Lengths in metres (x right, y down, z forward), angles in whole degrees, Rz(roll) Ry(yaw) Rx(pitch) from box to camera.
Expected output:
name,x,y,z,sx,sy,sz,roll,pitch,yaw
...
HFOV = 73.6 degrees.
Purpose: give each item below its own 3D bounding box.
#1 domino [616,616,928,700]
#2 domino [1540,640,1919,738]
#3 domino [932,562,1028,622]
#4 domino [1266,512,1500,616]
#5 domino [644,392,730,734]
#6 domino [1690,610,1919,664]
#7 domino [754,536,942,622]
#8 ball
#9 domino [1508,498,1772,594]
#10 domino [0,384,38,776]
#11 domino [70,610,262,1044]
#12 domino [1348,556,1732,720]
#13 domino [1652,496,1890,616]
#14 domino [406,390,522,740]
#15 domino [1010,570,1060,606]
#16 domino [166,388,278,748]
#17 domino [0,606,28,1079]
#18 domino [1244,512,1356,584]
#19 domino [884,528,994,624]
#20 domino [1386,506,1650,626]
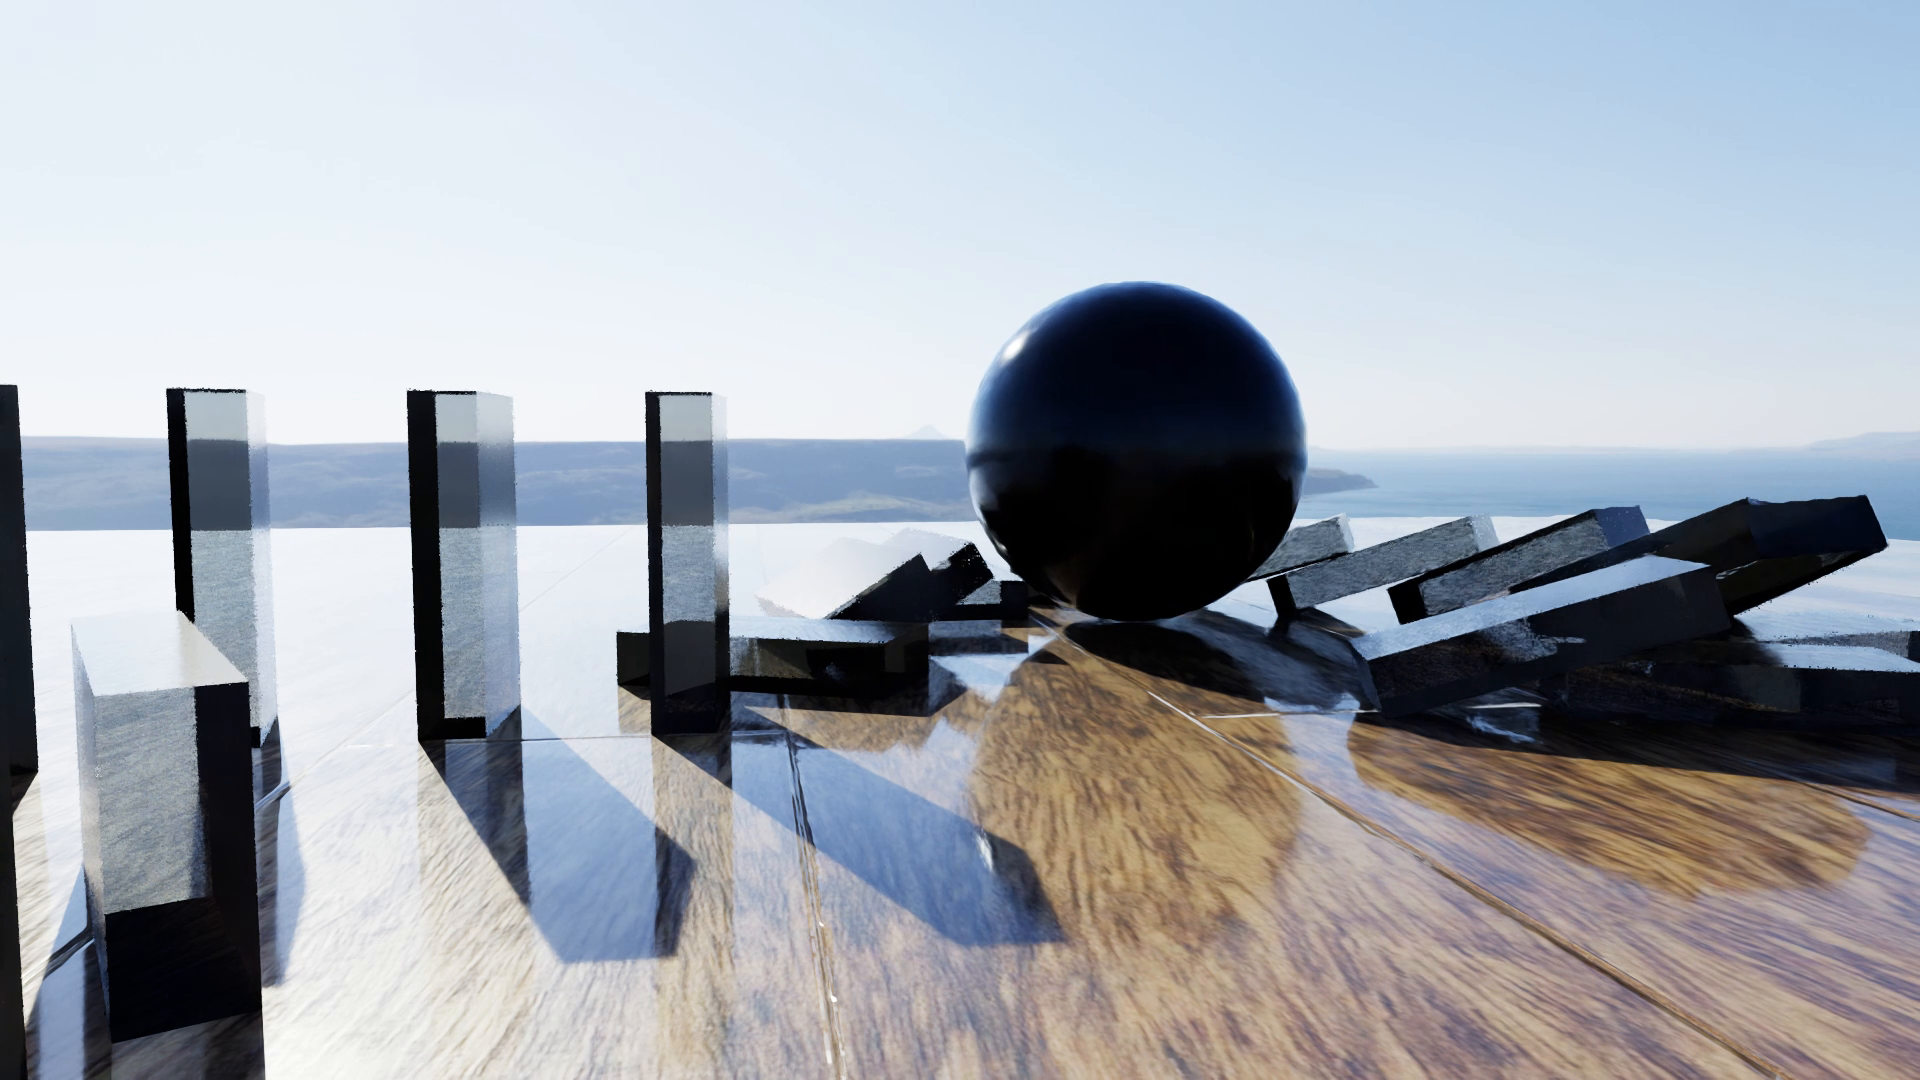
name,x,y,z,sx,sy,sz,roll,pitch,yaw
domino,-0.033,0.020,0.232,0.050,0.010,0.025,1,4,16
domino,0.121,0.023,0.204,0.050,0.009,0.025,1,4,15
domino,0.000,0.013,0.334,0.025,0.009,0.050,-1,4,-10
domino,0.104,0.006,0.315,0.050,0.009,0.025,-21,-7,31
domino,-0.042,0.003,0.199,0.009,0.050,0.025,0,4,-5
domino,0.154,0.020,0.236,0.050,0.009,0.025,-2,5,-19
domino,-0.025,0.011,0.276,0.025,0.010,0.050,-34,16,-17
ball,0.041,-0.021,0.303,0.080,0.080,0.080,0,4,0
domino,0.143,0.006,0.264,0.025,0.010,0.050,6,-25,-37
domino,-0.133,0.005,0.167,0.025,0.050,0.010,3,5,30
domino,-0.071,0.022,0.113,0.010,0.025,0.050,-3,5,-36
domino,0.089,0.015,0.202,0.050,0.009,0.025,-17,-1,11
domino,0.138,0.007,0.235,0.025,0.009,0.050,-5,-21,-12
domino,-0.075,0.003,0.195,0.010,0.050,0.025,-1,4,-8
domino,0.037,0.011,0.360,0.025,0.009,0.050,2,5,30
domino,-0.107,0.003,0.188,0.010,0.050,0.025,-2,5,-23
domino,-0.065,0.013,0.066,0.010,0.050,0.025,2,5,22
domino,0.076,0.005,0.335,0.050,0.009,0.025,-18,-2,21
domino,-0.013,0.009,0.300,0.025,0.010,0.050,-35,14,-13
domino,0.126,0.006,0.289,0.025,0.010,0.050,-4,-18,-43
